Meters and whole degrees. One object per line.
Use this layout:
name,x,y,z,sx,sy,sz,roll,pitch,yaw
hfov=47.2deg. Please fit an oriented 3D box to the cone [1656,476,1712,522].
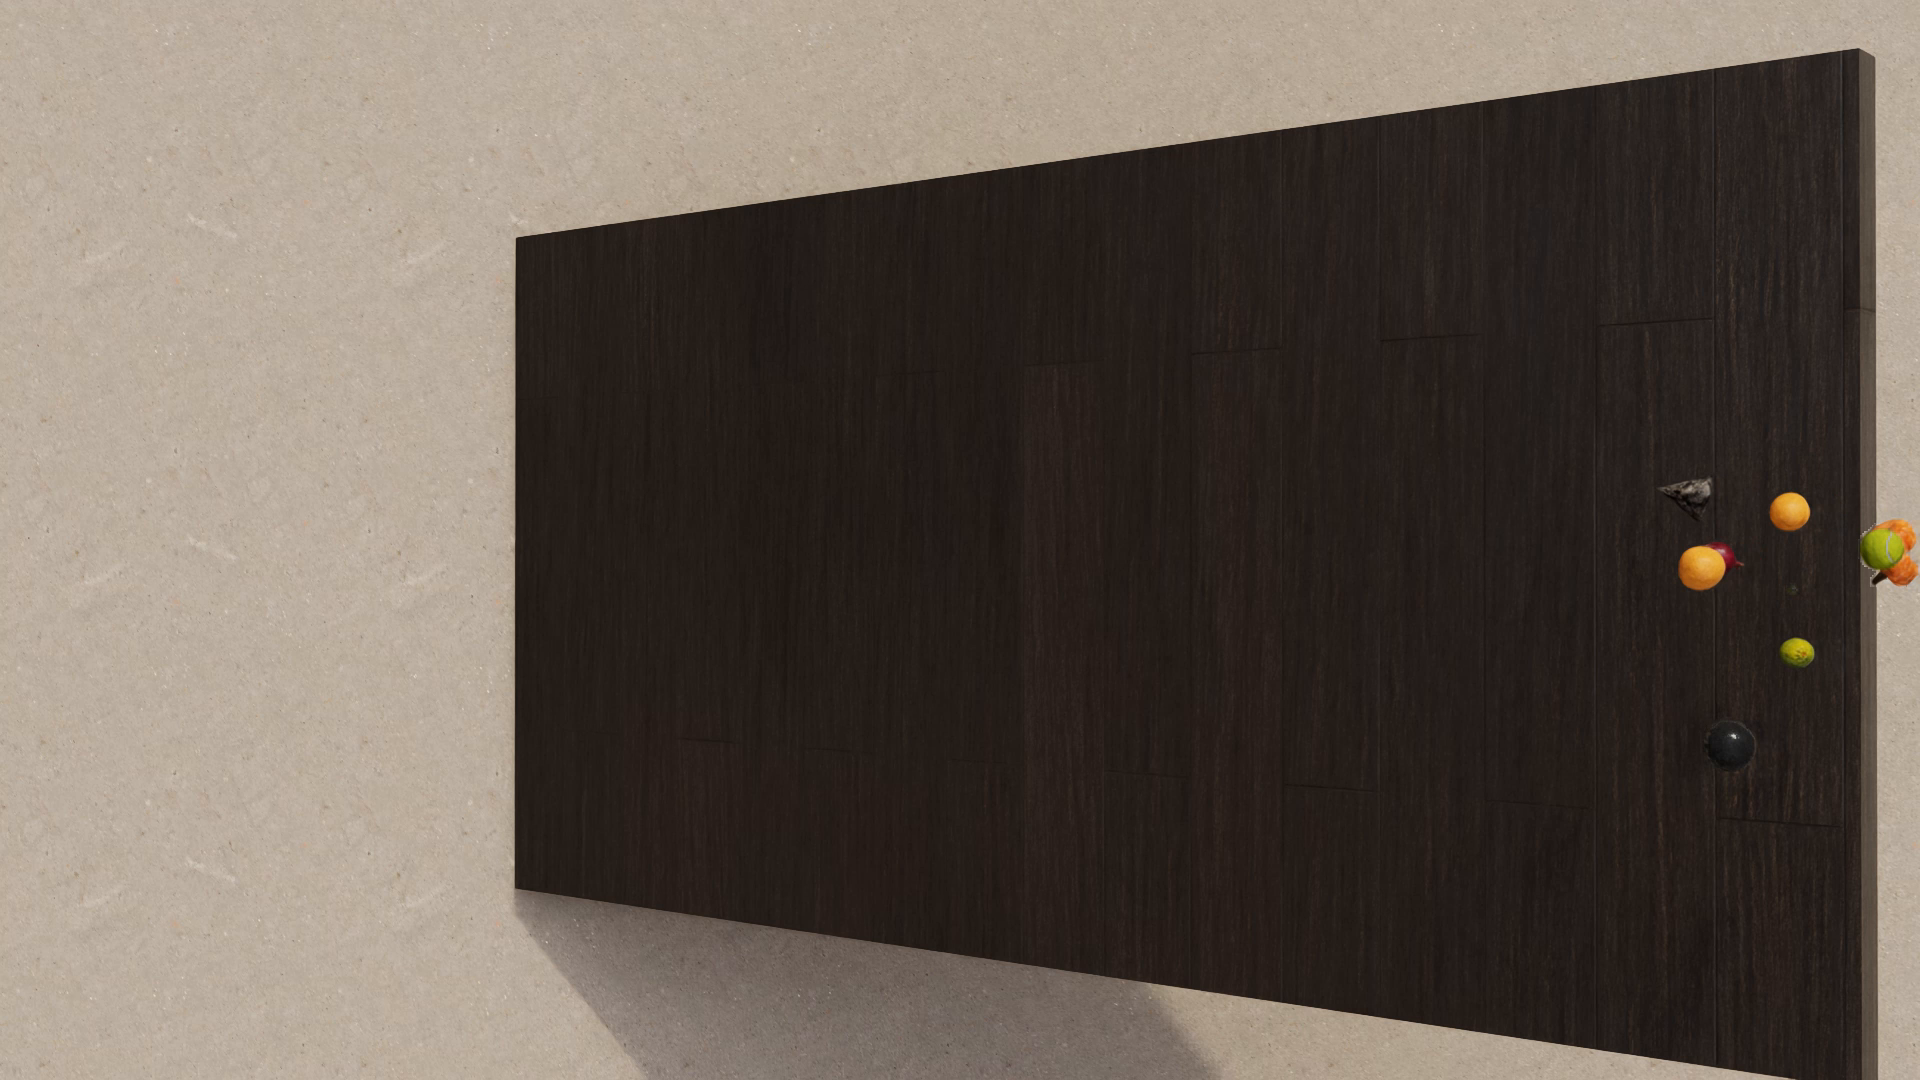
cone,1.348,-0.086,4.114,0.090,0.090,0.090,14,90,9

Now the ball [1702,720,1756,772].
ball,1.403,0.375,4.009,0.093,0.093,0.093,0,90,0

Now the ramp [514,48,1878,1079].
ramp,0.213,0.062,5.529,4.000,0.100,2.000,0,90,39
